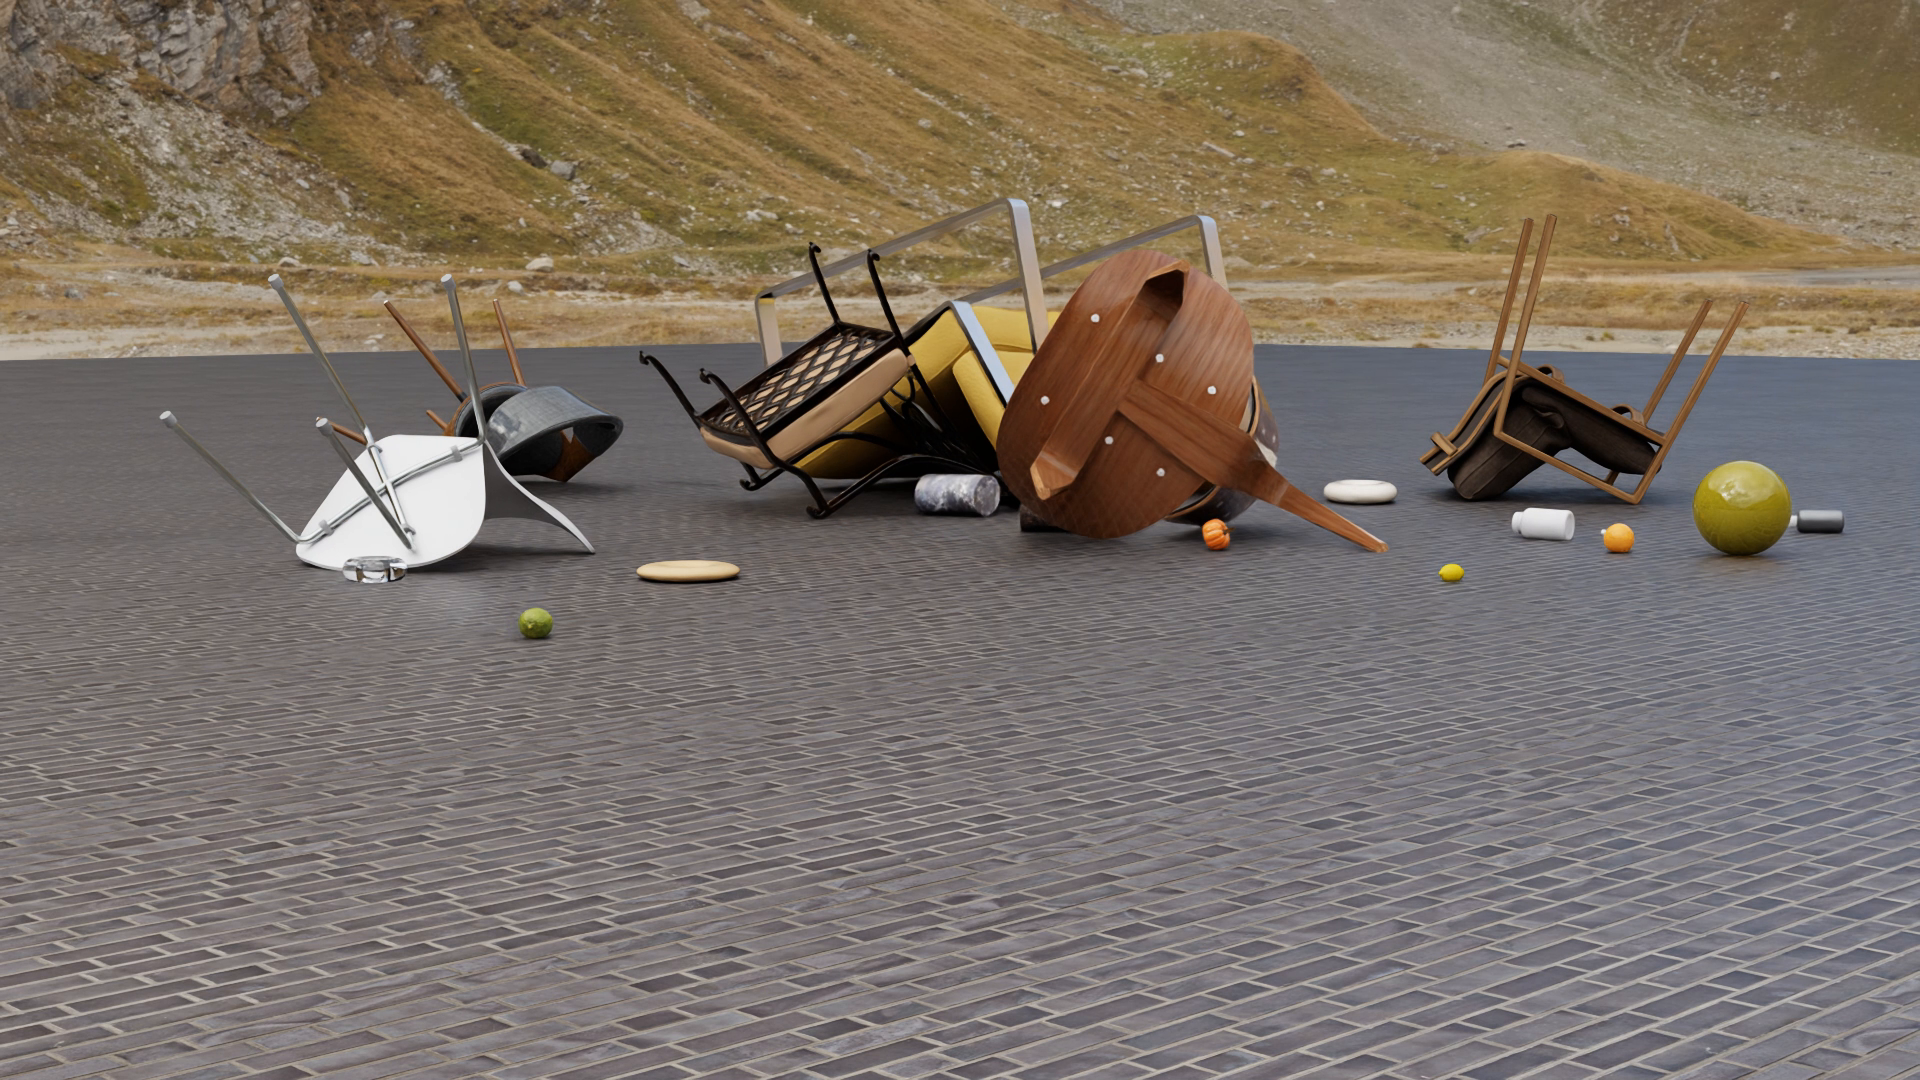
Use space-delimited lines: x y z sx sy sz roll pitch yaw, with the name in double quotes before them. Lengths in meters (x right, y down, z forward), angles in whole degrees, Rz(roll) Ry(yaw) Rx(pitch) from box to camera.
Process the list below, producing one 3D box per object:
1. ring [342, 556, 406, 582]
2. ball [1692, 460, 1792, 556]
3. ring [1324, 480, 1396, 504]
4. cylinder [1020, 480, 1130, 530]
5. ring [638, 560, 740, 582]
"ring" -1.269 0.063 5.563 0.133 0.050 0.150 -4 6 -40
"ball" 1.842 -0.075 6.041 0.225 0.225 0.225 0 6 0
"ring" 1.173 -0.141 7.515 0.211 0.056 0.298 -1 5 0
"cylinder" 0.299 -0.090 6.644 0.279 0.129 0.145 1 -17 5
"ring" -0.593 0.068 5.598 0.227 0.032 0.216 -3 6 -28
